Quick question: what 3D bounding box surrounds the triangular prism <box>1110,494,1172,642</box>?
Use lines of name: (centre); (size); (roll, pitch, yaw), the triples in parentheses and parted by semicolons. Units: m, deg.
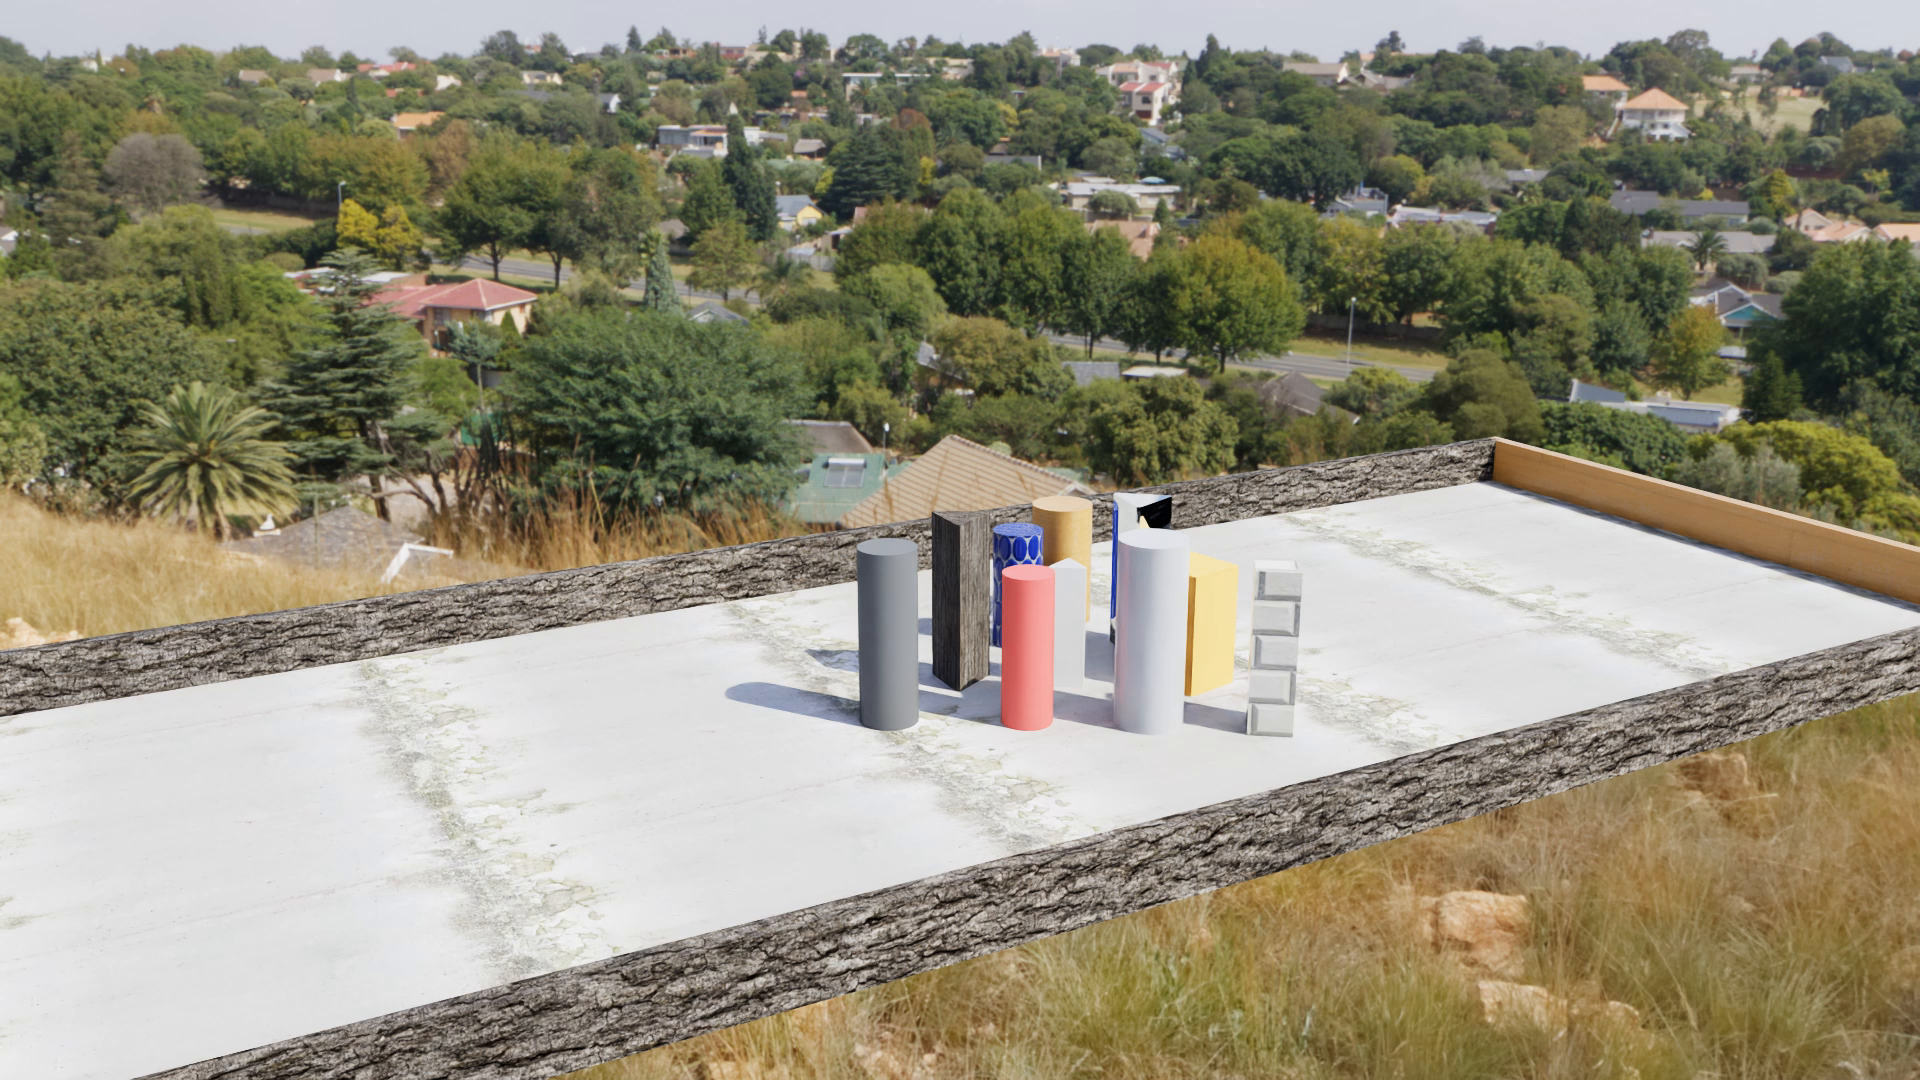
triangular prism: (0.453, 0.085, 4.337); (0.130, 0.410, 0.150); (14, 21, 39)

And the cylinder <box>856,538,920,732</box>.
cylinder: (-0.167, 0.220, 3.847); (0.140, 0.427, 0.140); (0, 16, 0)

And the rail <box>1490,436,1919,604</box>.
rail: (2.466, -0.048, 5.253); (0.050, 0.150, 2.100); (-9, 18, -27)

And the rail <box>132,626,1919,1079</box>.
rail: (-2.336, 1.006, 1.665); (12.000, 0.150, 0.050); (-9, 18, -27)

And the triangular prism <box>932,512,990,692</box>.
triangular prism: (-0.017, 0.143, 4.106); (0.123, 0.429, 0.142); (10, 19, 32)

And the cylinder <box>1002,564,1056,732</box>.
cylinder: (0.158, 0.251, 3.847); (0.123, 0.369, 0.123); (0, 16, 0)

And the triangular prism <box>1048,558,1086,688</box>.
triangular prism: (0.267, 0.205, 4.104); (0.091, 0.312, 0.079); (2, 16, 6)

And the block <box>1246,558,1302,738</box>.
block: (0.723, 0.248, 3.803); (0.104, 0.398, 0.104); (2, 17, 8)

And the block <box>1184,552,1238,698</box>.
block: (0.576, 0.207, 4.104); (0.154, 0.308, 0.154); (-13, 21, -38)

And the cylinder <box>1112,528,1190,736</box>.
cylinder: (0.444, 0.212, 3.833); (0.166, 0.451, 0.166); (0, 16, 0)

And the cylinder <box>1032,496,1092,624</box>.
cylinder: (0.282, 0.058, 4.573); (0.165, 0.329, 0.165); (0, 16, 0)

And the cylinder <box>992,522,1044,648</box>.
cylinder: (0.153, 0.123, 4.382); (0.133, 0.313, 0.133); (0, 16, 0)

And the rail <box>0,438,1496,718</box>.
rail: (-3.305, 0.497, 3.399); (12.000, 0.150, 0.050); (-9, 18, -27)
